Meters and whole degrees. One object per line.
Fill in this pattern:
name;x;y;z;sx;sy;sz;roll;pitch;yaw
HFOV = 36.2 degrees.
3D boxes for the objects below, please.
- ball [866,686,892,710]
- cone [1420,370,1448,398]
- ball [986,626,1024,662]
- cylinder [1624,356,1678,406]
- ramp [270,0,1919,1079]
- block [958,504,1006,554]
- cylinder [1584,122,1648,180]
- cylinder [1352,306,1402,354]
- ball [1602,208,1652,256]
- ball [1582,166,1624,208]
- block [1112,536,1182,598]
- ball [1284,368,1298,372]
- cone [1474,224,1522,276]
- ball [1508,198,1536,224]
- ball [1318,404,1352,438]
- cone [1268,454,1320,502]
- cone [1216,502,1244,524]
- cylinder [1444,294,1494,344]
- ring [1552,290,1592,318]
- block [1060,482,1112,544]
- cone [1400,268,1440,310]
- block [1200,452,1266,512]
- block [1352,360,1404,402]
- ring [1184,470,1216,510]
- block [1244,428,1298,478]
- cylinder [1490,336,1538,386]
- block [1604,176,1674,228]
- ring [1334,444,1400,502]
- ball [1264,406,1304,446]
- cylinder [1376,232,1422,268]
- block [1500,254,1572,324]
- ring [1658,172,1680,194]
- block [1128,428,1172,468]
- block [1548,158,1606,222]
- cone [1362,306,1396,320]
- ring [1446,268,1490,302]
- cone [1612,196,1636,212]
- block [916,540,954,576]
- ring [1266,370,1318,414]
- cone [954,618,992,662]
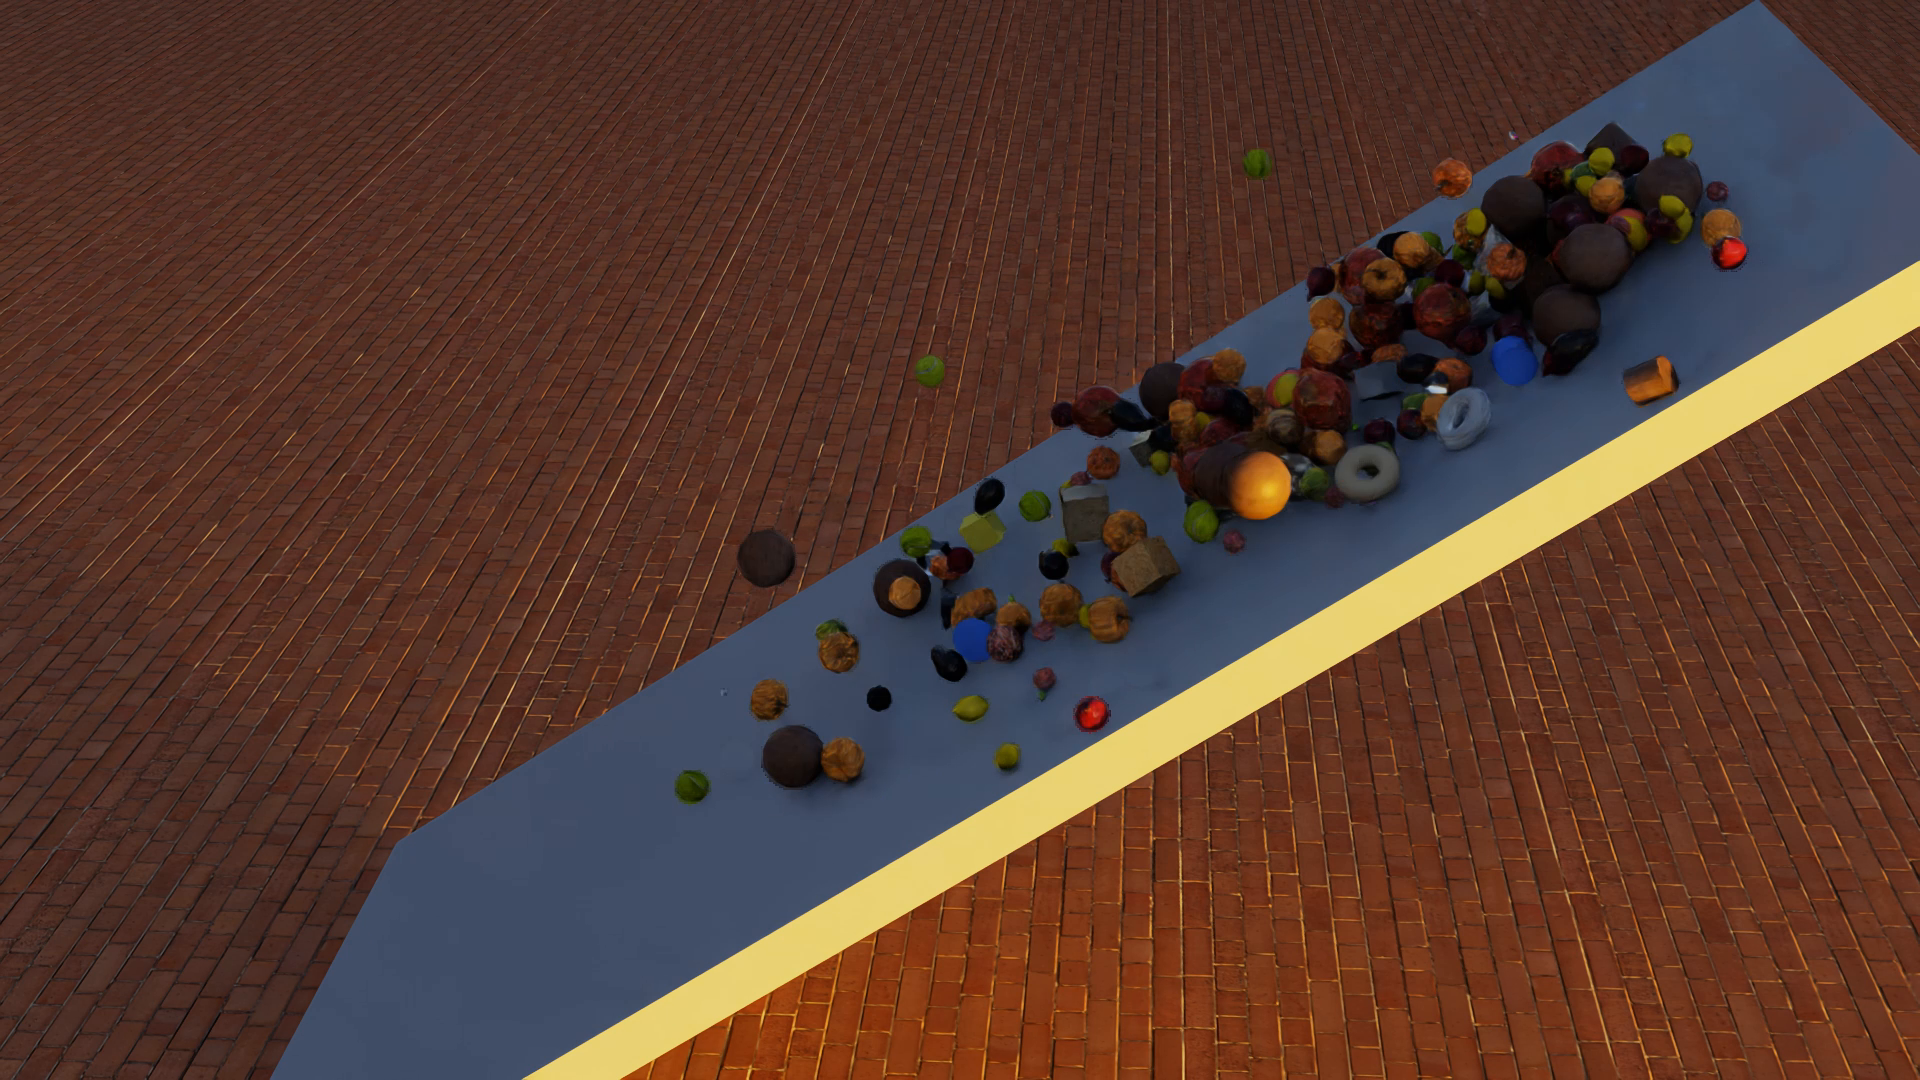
ball;-0.171;0.334;6.187;0.052;0.052;0.052;0;21;0
cone;0.898;-0.299;5.635;0.053;0.053;0.053;-2;17;-42
ball;0.090;0.210;5.951;0.075;0.075;0.075;0;21;0
cylinder;1.188;-0.274;5.059;0.067;0.067;0.067;-25;4;35
ramp;0.138;0.172;6.301;4.000;0.100;2.000;-32;16;14
block;0.052;-0.024;6.747;0.071;0.071;0.071;-30;16;21
cylinder;1.347;-0.794;6.042;0.093;0.093;0.093;46;40;17
cylinder;0.880;-0.443;6.199;0.073;0.073;0.073;-42;14;15
ball;1.304;-0.602;5.746;0.095;0.095;0.095;0;21;0
ball;1.291;-0.707;5.905;0.083;0.083;0.083;0;21;0
block;0.364;0.052;5.747;0.082;0.082;0.082;-37;-14;32
ball;0.712;-0.340;6.304;0.058;0.058;0.058;0;21;0
cone;1.058;-0.589;5.817;0.097;0.097;0.097;-11;40;9
ball;1.212;-0.709;6.342;0.056;0.056;0.056;0;21;0
ball;0.746;-0.238;5.845;0.068;0.068;0.068;0;21;0
cone;0.659;-0.138;5.745;0.099;0.099;0.099;5;21;13
cone;0.549;-0.065;5.867;0.065;0.065;0.065;-5;19;19
cylinder;1.022;-0.443;5.911;0.072;0.072;0.072;-34;29;-8
ring;1.183;-0.457;5.694;0.083;0.028;0.083;-26;17;9
block;0.266;-0.057;6.219;0.094;0.094;0.094;-7;18;0
cone;0.974;-0.537;6.131;0.079;0.079;0.079;34;21;-15
block;0.540;-0.114;5.812;0.085;0.085;0.085;28;-9;-6
block;0.841;-0.320;5.906;0.064;0.064;0.064;-8;-7;-43
ring;0.520;-0.107;6.045;0.130;0.043;0.130;-30;15;9
block;0.625;-0.179;5.876;0.080;0.080;0.080;-17;-15;20
cylinder;1.044;-0.338;5.541;0.077;0.077;0.077;0;19;1
block;1.351;-0.668;5.850;0.080;0.080;0.080;-40;24;-18
ring;0.757;-0.124;5.468;0.124;0.041;0.124;-10;52;13
ball;0.639;-0.224;5.792;0.079;0.079;0.079;0;21;0
cylinder;0.919;-0.607;6.163;0.073;0.073;0.073;-5;4;-14
block;1.132;-0.493;5.769;0.091;0.091;0.091;-40;13;7
ring;1.423;-0.717;5.964;0.084;0.028;0.084;-33;17;11
block;0.421;-0.206;6.526;0.057;0.057;0.057;-19;22;47
block;1.296;-0.733;6.130;0.092;0.092;0.092;-8;30;39
cone;0.894;-0.450;6.292;0.071;0.071;0.071;3;58;9
ring;1.066;-0.538;6.174;0.109;0.036;0.109;-36;10;7
cone;1.341;-0.663;5.967;0.051;0.051;0.051;3;50;-4
block;-0.058;0.041;6.780;0.057;0.057;0.057;4;36;32
ring;0.699;-0.309;6.180;0.110;0.037;0.110;-4;59;8
cone;0.046;0.192;6.087;0.096;0.096;0.096;7;19;17
